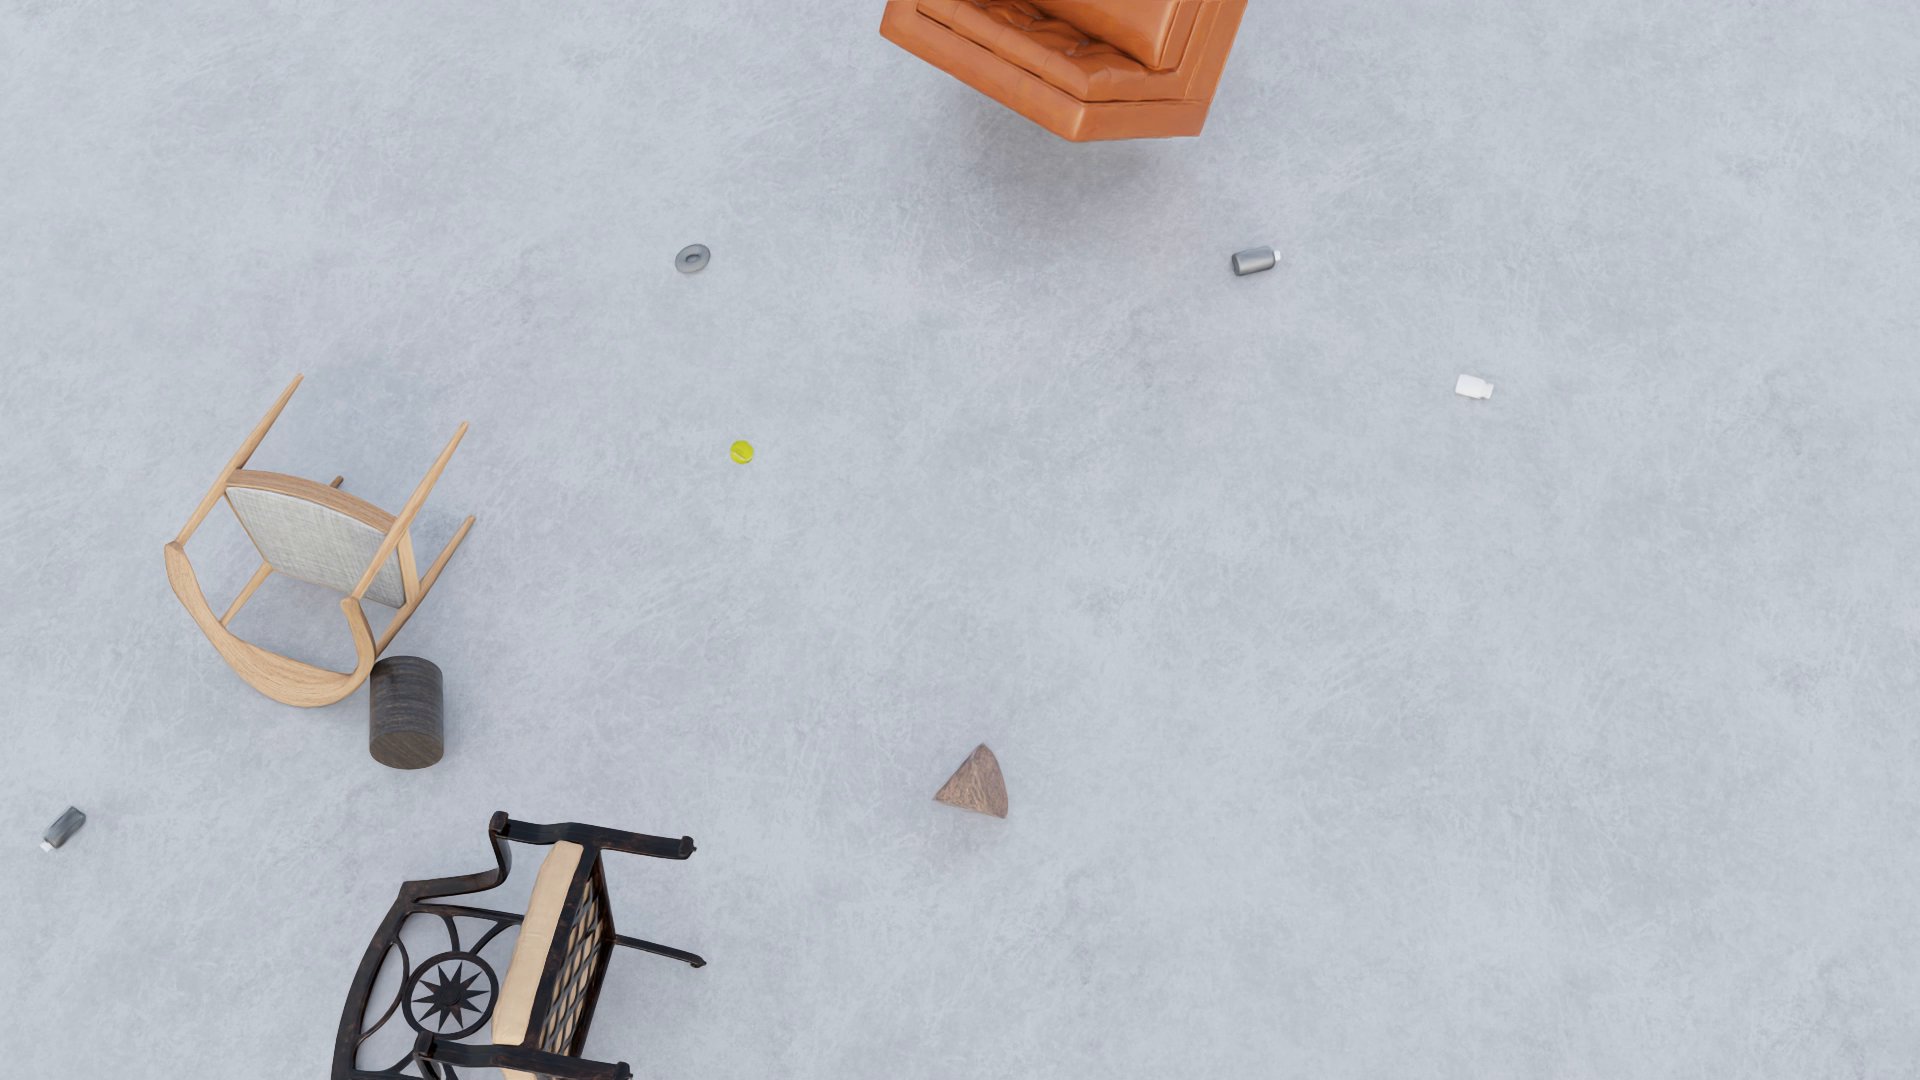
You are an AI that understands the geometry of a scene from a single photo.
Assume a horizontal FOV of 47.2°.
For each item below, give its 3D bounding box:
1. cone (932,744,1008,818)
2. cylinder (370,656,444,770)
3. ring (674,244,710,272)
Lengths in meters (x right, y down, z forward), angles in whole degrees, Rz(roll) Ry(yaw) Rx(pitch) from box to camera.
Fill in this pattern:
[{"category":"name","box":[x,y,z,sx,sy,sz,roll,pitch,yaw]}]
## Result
[{"category":"cone","box":[0.005,0.690,6.060,0.188,0.182,0.216,-20,80,19]},{"category":"cylinder","box":[-1.540,0.481,6.121,0.192,0.219,0.244,-17,56,11]},{"category":"ring","box":[-0.872,-0.919,7.174,0.102,0.029,0.130,35,62,22]}]
